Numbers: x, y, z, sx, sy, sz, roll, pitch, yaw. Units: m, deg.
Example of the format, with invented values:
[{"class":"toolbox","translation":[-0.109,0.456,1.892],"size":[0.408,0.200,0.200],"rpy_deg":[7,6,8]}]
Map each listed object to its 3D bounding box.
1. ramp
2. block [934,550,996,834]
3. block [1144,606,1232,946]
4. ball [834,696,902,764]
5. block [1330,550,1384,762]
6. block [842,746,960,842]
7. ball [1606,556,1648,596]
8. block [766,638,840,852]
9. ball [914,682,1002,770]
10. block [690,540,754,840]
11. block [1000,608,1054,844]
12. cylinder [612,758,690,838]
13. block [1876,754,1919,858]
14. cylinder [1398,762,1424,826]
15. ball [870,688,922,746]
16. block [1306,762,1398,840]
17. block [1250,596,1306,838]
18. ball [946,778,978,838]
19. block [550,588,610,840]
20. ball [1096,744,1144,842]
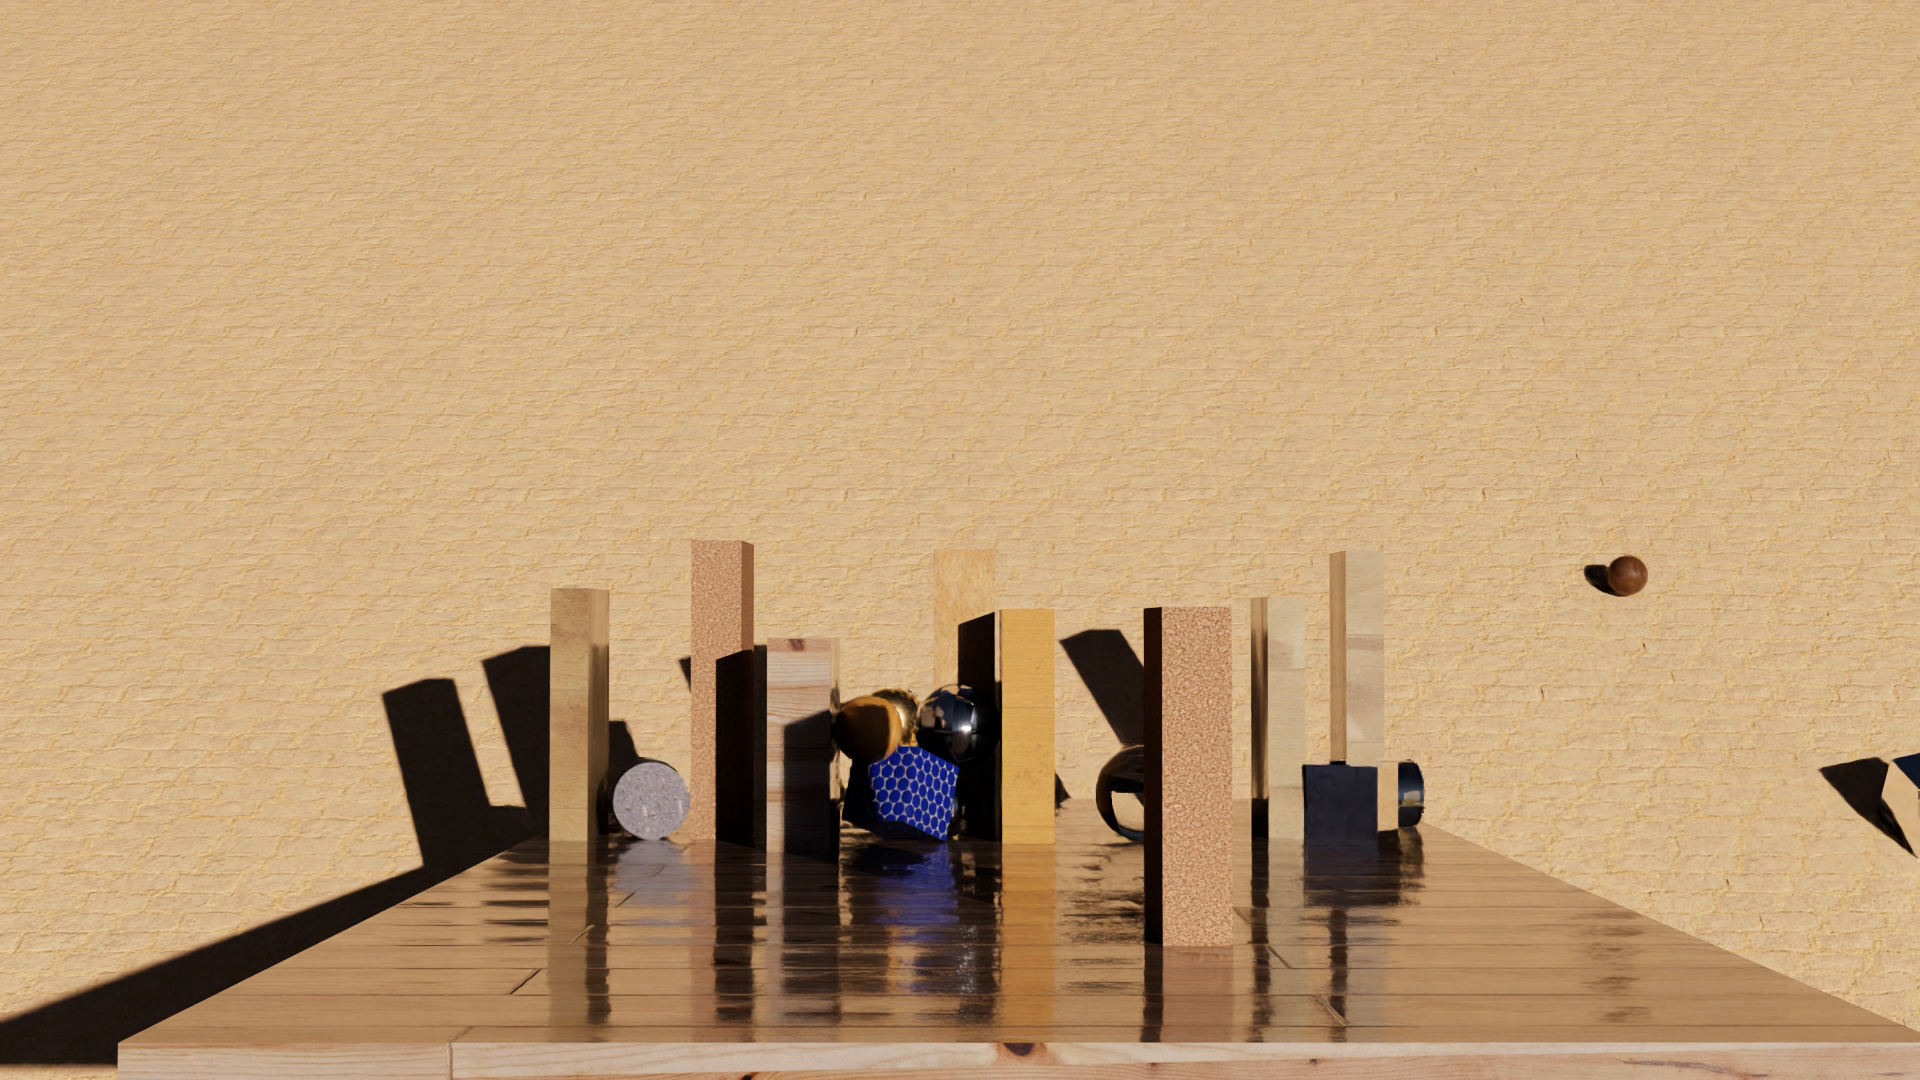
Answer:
[{"class":"ramp","translation":[0.078,0.666,4.842],"size":[2.000,0.100,4.000],"rpy_deg":[0,-2,0]},{"class":"block","translation":[0.009,0.337,5.854],"size":[0.134,0.623,0.353],"rpy_deg":[0,-2,0]},{"class":"block","translation":[0.339,0.343,3.903],"size":[0.100,0.483,0.377],"rpy_deg":[0,-2,0]},{"class":"ball","translation":[-0.190,0.394,5.401],"size":[0.143,0.143,0.143],"rpy_deg":[0,35,0]},{"class":"block","translation":[0.947,0.344,6.204],"size":[0.089,0.631,0.266],"rpy_deg":[0,-2,0]},{"class":"block","translation":[-0.126,0.535,5.490],"size":[0.162,0.162,0.162],"rpy_deg":[-1,69,34]},{"class":"ball","translation":[1.977,0.105,7.695],"size":[0.120,0.120,0.120],"rpy_deg":[0,35,0]},{"class":"block","translation":[-0.326,0.421,5.453],"size":[0.128,0.430,0.417],"rpy_deg":[0,-2,0]},{"class":"ball","translation":[-0.005,0.401,5.582],"size":[0.187,0.187,0.187],"rpy_deg":[0,35,0]},{"class":"block","translation":[-0.523,0.325,5.735],"size":[0.107,0.639,0.342],"rpy_deg":[0,-2,0]},{"class":"block","translation":[0.143,0.396,5.629],"size":[0.110,0.491,0.351],"rpy_deg":[0,-2,0]},{"class":"cylinder","translation":[-0.673,0.560,5.640],"size":[0.163,0.163,0.163],"rpy_deg":[-7,-1,-9]},{"class":"block","translation":[2.557,0.687,6.811],"size":[0.187,0.187,0.187],"rpy_deg":[-10,36,-14]},{"class":"cylinder","translation":[0.963,0.578,5.922],"size":[0.146,0.146,0.146],"rpy_deg":[0,35,-12]},{"class":"ball","translation":[-0.187,0.502,7.062],"size":[0.200,0.200,0.200],"rpy_deg":[0,35,0]},{"class":"block","translation":[0.848,0.562,5.610],"size":[0.158,0.158,0.158],"rpy_deg":[-1,-2,25]},{"class":"block","translation":[0.703,0.386,5.757],"size":[0.080,0.518,0.329],"rpy_deg":[0,-2,0]},{"class":"ball","translation":[-0.030,0.573,5.603],"size":[0.135,0.135,0.135],"rpy_deg":[0,35,0]},{"class":"block","translation":[-0.832,0.376,5.697],"size":[0.080,0.536,0.335],"rpy_deg":[0,-2,0]},{"class":"ball","translation":[0.389,0.535,5.492],"size":[0.205,0.205,0.205],"rpy_deg":[0,35,0]}]
